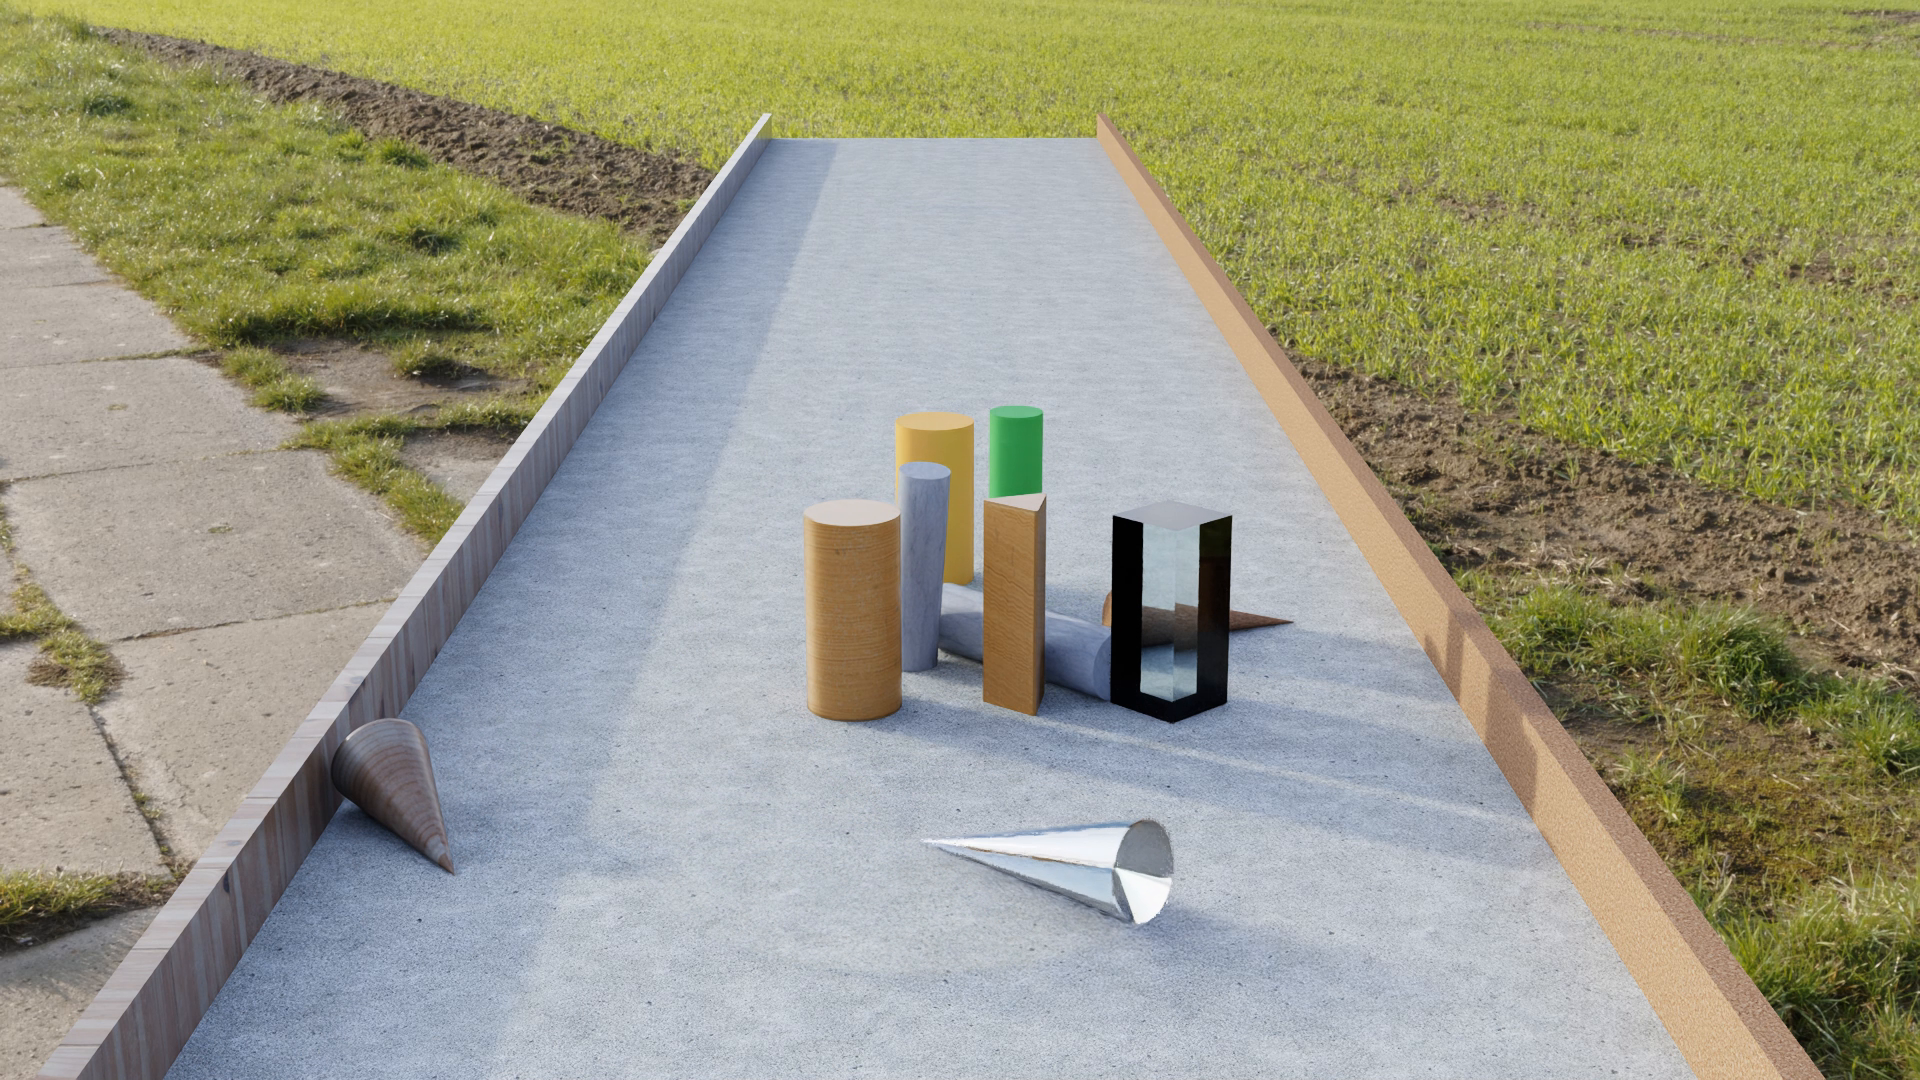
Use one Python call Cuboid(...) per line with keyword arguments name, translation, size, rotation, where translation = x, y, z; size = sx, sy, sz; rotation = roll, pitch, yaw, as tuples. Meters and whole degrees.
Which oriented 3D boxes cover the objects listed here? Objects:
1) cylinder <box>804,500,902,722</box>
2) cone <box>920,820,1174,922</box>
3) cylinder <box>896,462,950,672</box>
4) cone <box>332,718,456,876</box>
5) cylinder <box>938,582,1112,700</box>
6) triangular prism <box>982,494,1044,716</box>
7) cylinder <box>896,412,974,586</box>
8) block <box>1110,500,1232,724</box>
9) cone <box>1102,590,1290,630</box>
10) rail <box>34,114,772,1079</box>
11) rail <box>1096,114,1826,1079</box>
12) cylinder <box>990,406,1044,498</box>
Cuboid(name="cylinder", translation=(-0.200, 0.131, 4.120), size=(0.180, 0.380, 0.180), rotation=(0, 17, 0))
Cuboid(name="cone", translation=(0.104, 0.493, 3.436), size=(0.446, 0.154, 0.154), rotation=(1, 13, 40))
Cuboid(name="cylinder", translation=(-0.082, 0.054, 4.320), size=(0.101, 0.405, 0.101), rotation=(4, 21, -1))
Cuboid(name="cone", translation=(-0.883, 0.450, 3.573), size=(0.167, 0.167, 0.345), rotation=(-11, 33, -32))
Cuboid(name="cylinder", translation=(0.132, 0.196, 4.329), size=(0.445, 0.136, 0.136), rotation=(15, 22, 40))
Cuboid(name="triangular prism", translation=(0.125, 0.115, 4.139), size=(0.124, 0.399, 0.107), rotation=(13, 21, 37))
Cuboid(name="cylinder", translation=(-0.056, -0.089, 4.890), size=(0.173, 0.362, 0.173), rotation=(0, 17, 0))
Cuboid(name="block", translation=(0.395, 0.132, 4.131), size=(0.157, 0.371, 0.157), rotation=(-15, 22, -41))
Cuboid(name="cone", translation=(0.513, 0.166, 4.565), size=(0.425, 0.118, 0.118), rotation=(2, 15, -22))
Cuboid(name="rail", translation=(-1.118, -0.838, 7.780), size=(0.050, 0.150, 12.000), rotation=(0, 17, -1))
Cuboid(name="rail", translation=(0.932, -0.844, 7.801), size=(0.050, 0.150, 12.000), rotation=(0, 17, -1))
Cuboid(name="cylinder", translation=(0.117, -0.056, 4.639), size=(0.112, 0.442, 0.112), rotation=(0, 17, 0))
